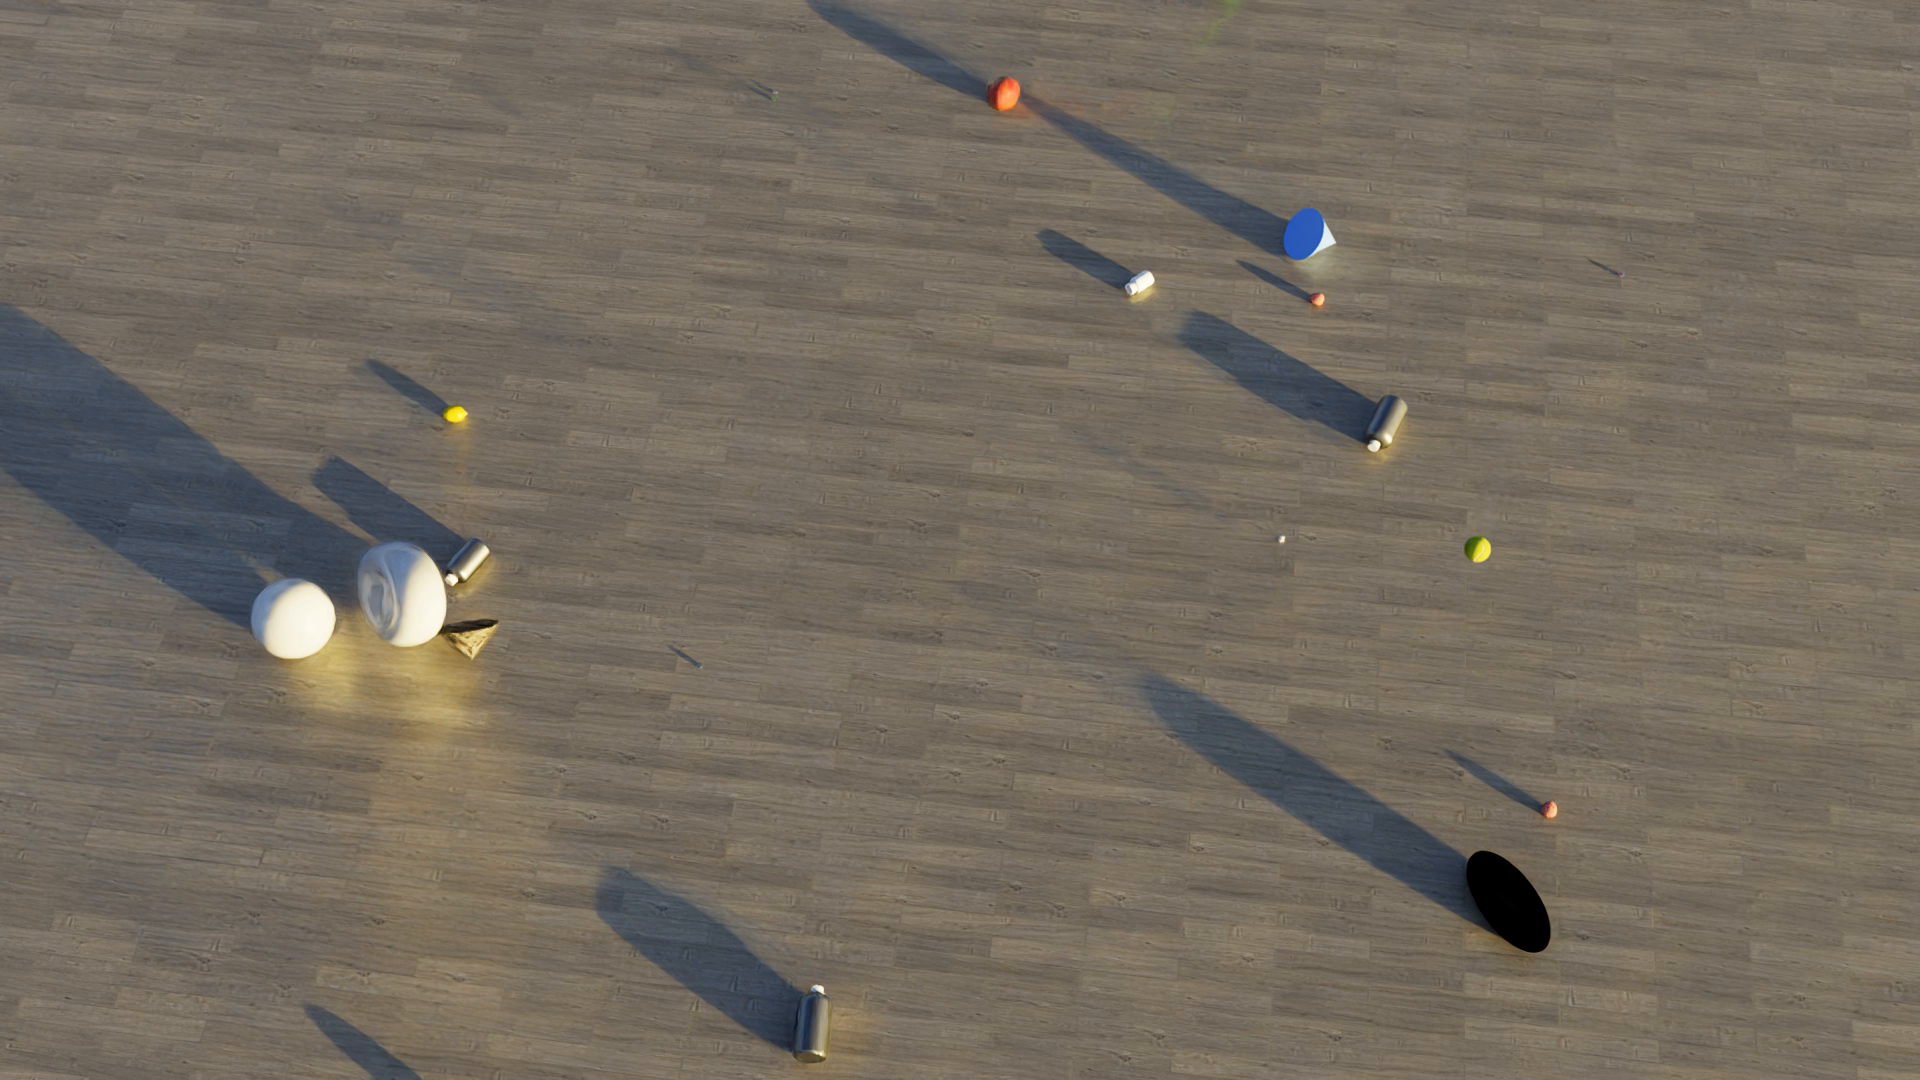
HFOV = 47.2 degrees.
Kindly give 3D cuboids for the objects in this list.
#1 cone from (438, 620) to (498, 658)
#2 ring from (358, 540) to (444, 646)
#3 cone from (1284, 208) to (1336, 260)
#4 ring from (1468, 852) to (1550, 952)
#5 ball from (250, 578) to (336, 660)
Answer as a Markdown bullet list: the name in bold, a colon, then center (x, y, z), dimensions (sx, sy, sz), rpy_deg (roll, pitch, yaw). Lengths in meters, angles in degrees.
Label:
- **cone**: center (-1.413, 0.296, 6.335), dimensions (0.178, 0.097, 0.185), rpy_deg (-15, 13, -42)
- **ring**: center (-1.594, 0.152, 6.267), dimensions (0.144, 0.296, 0.447), rpy_deg (-6, 13, -33)
- **cone**: center (1.176, -0.985, 7.188), dimensions (0.145, 0.187, 0.168), rpy_deg (9, 71, -35)
- **ring**: center (1.458, 0.961, 5.850), dimensions (0.139, 0.134, 0.310), rpy_deg (-26, 59, -13)
- **ball**: center (-1.906, 0.224, 6.283), dimensions (0.232, 0.232, 0.232), rpy_deg (0, 56, 0)
